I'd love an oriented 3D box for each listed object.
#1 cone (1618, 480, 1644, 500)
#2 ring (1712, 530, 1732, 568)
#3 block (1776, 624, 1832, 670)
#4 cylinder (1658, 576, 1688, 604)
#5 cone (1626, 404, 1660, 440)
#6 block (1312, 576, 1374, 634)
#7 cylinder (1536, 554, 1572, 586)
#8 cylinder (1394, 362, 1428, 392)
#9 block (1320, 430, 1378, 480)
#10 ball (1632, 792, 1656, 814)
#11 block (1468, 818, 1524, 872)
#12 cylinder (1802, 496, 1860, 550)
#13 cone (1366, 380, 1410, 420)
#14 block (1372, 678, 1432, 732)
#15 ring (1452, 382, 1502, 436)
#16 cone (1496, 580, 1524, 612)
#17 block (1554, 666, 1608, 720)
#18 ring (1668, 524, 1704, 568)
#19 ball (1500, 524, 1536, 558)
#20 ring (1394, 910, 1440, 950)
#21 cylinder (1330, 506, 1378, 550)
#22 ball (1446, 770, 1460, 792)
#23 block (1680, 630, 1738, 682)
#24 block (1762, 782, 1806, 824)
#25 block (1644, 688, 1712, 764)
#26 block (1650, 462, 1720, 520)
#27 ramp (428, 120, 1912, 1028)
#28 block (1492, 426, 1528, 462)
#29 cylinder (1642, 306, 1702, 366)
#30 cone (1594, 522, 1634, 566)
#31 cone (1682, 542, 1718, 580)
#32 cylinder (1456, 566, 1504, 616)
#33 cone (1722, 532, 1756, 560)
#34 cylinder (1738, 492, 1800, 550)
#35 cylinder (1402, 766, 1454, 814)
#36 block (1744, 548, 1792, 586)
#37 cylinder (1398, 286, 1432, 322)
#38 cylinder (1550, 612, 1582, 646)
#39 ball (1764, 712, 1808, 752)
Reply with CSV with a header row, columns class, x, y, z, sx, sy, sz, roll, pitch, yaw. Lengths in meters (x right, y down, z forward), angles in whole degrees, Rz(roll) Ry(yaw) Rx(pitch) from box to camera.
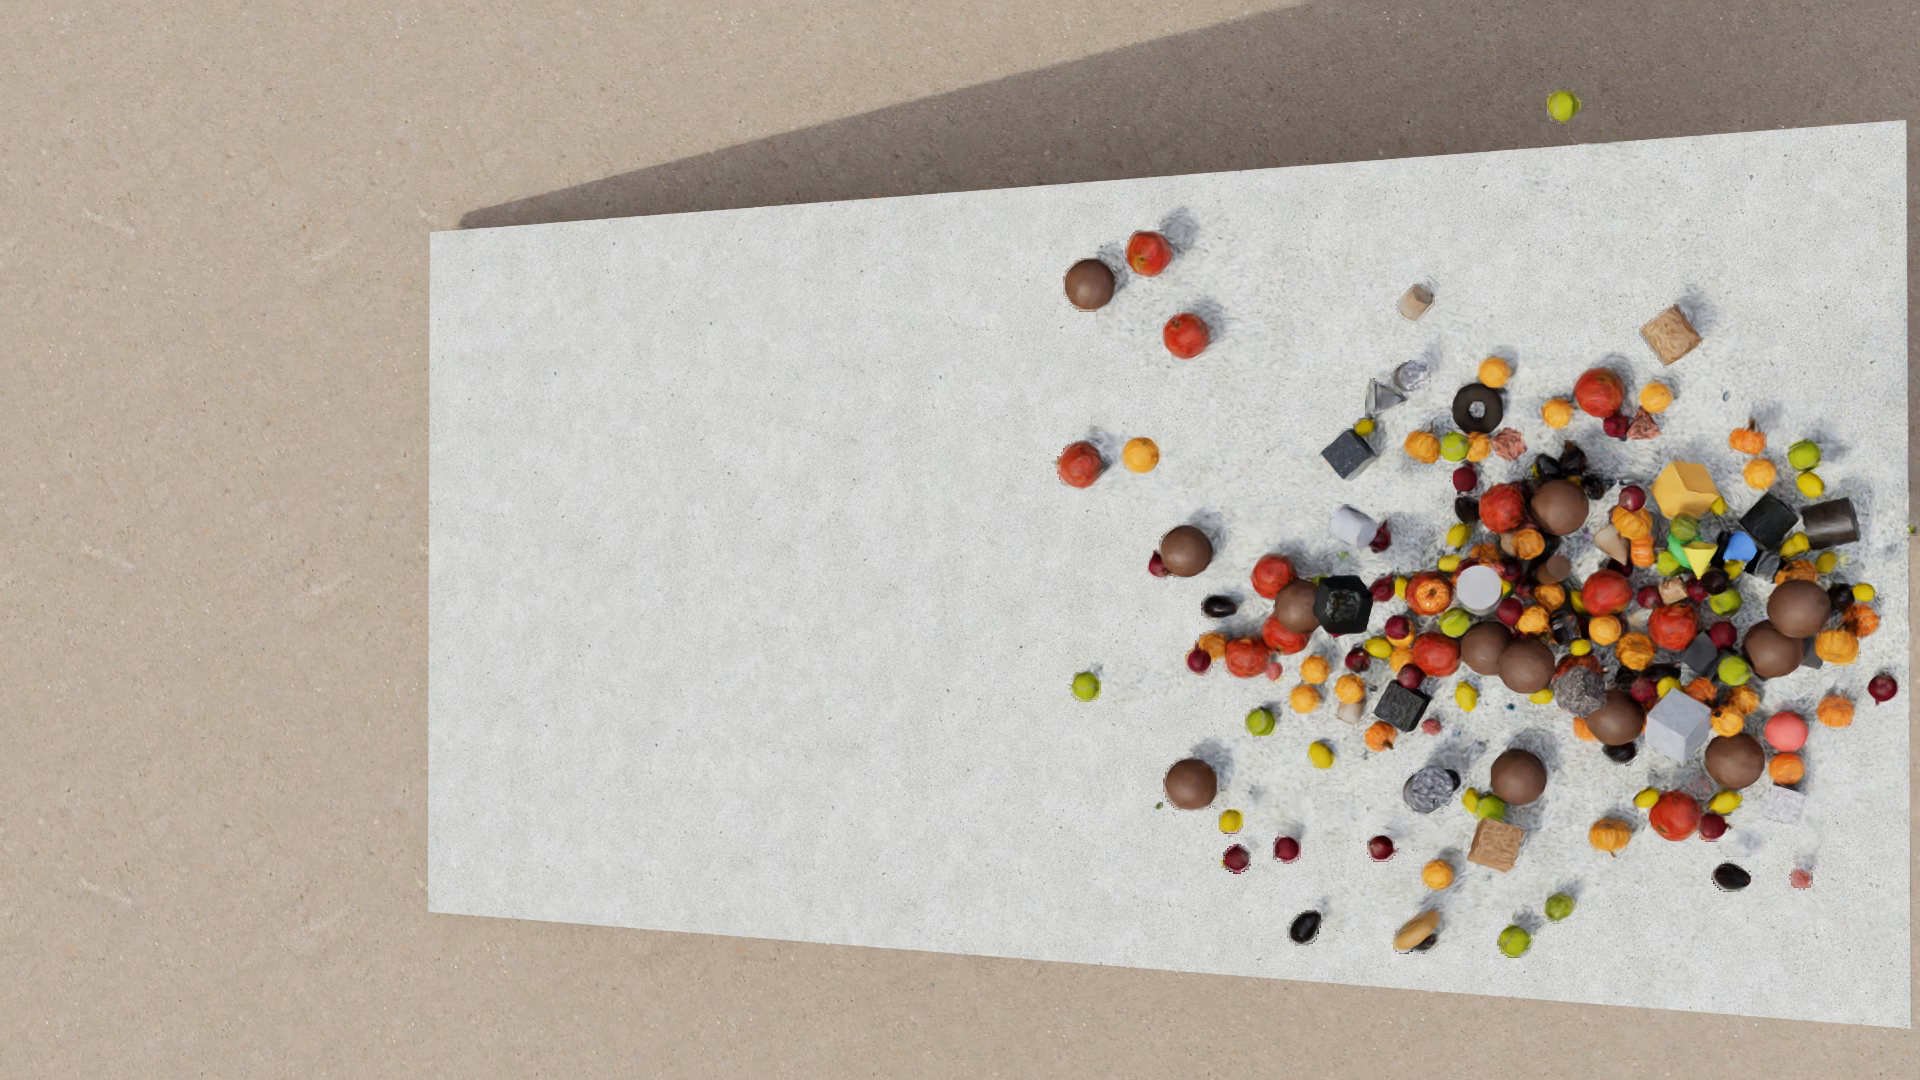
class,x,y,z,sx,sy,sz,roll,pitch,yaw
cone,1.555,-0.127,5.069,0.052,0.052,0.052,-24,89,-5
ring,1.718,0.021,4.961,0.029,0.087,0.087,17,89,19
block,1.872,0.236,4.881,0.073,0.073,0.073,13,100,-40
cylinder,1.601,0.113,4.937,0.050,0.050,0.050,-24,89,24
cone,1.569,-0.280,5.053,0.076,0.076,0.076,5,69,0
block,0.887,0.150,5.095,0.096,0.096,0.096,-2,121,-15
cylinder,1.364,0.070,5.052,0.060,0.060,0.060,2,73,-8
cylinder,1.074,-0.388,5.239,0.067,0.067,0.067,0,91,-2
block,0.941,-0.204,5.309,0.086,0.086,0.086,-43,73,19
ball,1.557,0.597,5.002,0.050,0.050,0.050,0,89,0
block,1.245,0.709,5.112,0.092,0.092,0.092,19,75,7
cylinder,1.920,-0.036,4.847,0.099,0.099,0.099,-15,89,28
cone,1.036,-0.339,5.291,0.095,0.095,0.095,-1,89,-2
block,1.056,0.395,5.248,0.091,0.091,0.091,31,102,21
ring,1.224,-0.309,5.201,0.125,0.042,0.125,5,98,34
cone,1.290,0.112,5.176,0.085,0.085,0.085,-23,89,-3
block,1.401,0.343,4.964,0.077,0.077,0.077,25,48,-27
ring,1.643,0.014,4.968,0.109,0.036,0.109,17,57,-29
ball,1.303,0.002,5.129,0.083,0.083,0.083,0,89,0
ring,1.072,0.915,5.160,0.126,0.126,0.042,-40,84,0
cylinder,0.909,-0.029,5.075,0.078,0.078,0.078,33,89,36
ball,1.161,0.573,5.219,0.055,0.055,0.055,0,89,0
block,1.690,0.261,4.963,0.081,0.081,0.081,43,110,23
block,1.839,0.586,4.907,0.070,0.070,0.070,15,95,24
block,1.559,0.403,4.773,0.096,0.096,0.096,-41,52,-21
block,1.633,-0.110,4.955,0.091,0.091,0.091,5,49,-21
ramp,0.283,0.083,5.703,4.000,0.100,2.000,0,89,24
block,1.263,-0.220,5.056,0.050,0.050,0.050,-36,121,-14
cylinder,1.603,-0.459,4.955,0.095,0.095,0.095,-34,78,0
cone,1.507,0.026,5.025,0.095,0.095,0.095,-6,46,0
cone,1.651,0.052,4.910,0.080,0.080,0.080,-2,101,0
cylinder,1.153,0.111,4.876,0.098,0.098,0.098,-3,80,16
cone,1.715,0.027,4.883,0.071,0.071,0.071,-25,89,-27
cylinder,1.808,-0.044,4.915,0.093,0.093,0.093,41,107,0
cylinder,1.094,0.585,5.144,0.096,0.096,0.096,1,74,-3
block,1.806,0.059,4.920,0.061,0.061,0.061,17,99,-25
cylinder,1.087,-0.565,5.249,0.059,0.059,0.059,16,49,-19
cylinder,1.388,0.204,5.035,0.060,0.060,0.060,-13,72,0
ball,1.841,0.428,4.898,0.090,0.090,0.090,0,89,0
